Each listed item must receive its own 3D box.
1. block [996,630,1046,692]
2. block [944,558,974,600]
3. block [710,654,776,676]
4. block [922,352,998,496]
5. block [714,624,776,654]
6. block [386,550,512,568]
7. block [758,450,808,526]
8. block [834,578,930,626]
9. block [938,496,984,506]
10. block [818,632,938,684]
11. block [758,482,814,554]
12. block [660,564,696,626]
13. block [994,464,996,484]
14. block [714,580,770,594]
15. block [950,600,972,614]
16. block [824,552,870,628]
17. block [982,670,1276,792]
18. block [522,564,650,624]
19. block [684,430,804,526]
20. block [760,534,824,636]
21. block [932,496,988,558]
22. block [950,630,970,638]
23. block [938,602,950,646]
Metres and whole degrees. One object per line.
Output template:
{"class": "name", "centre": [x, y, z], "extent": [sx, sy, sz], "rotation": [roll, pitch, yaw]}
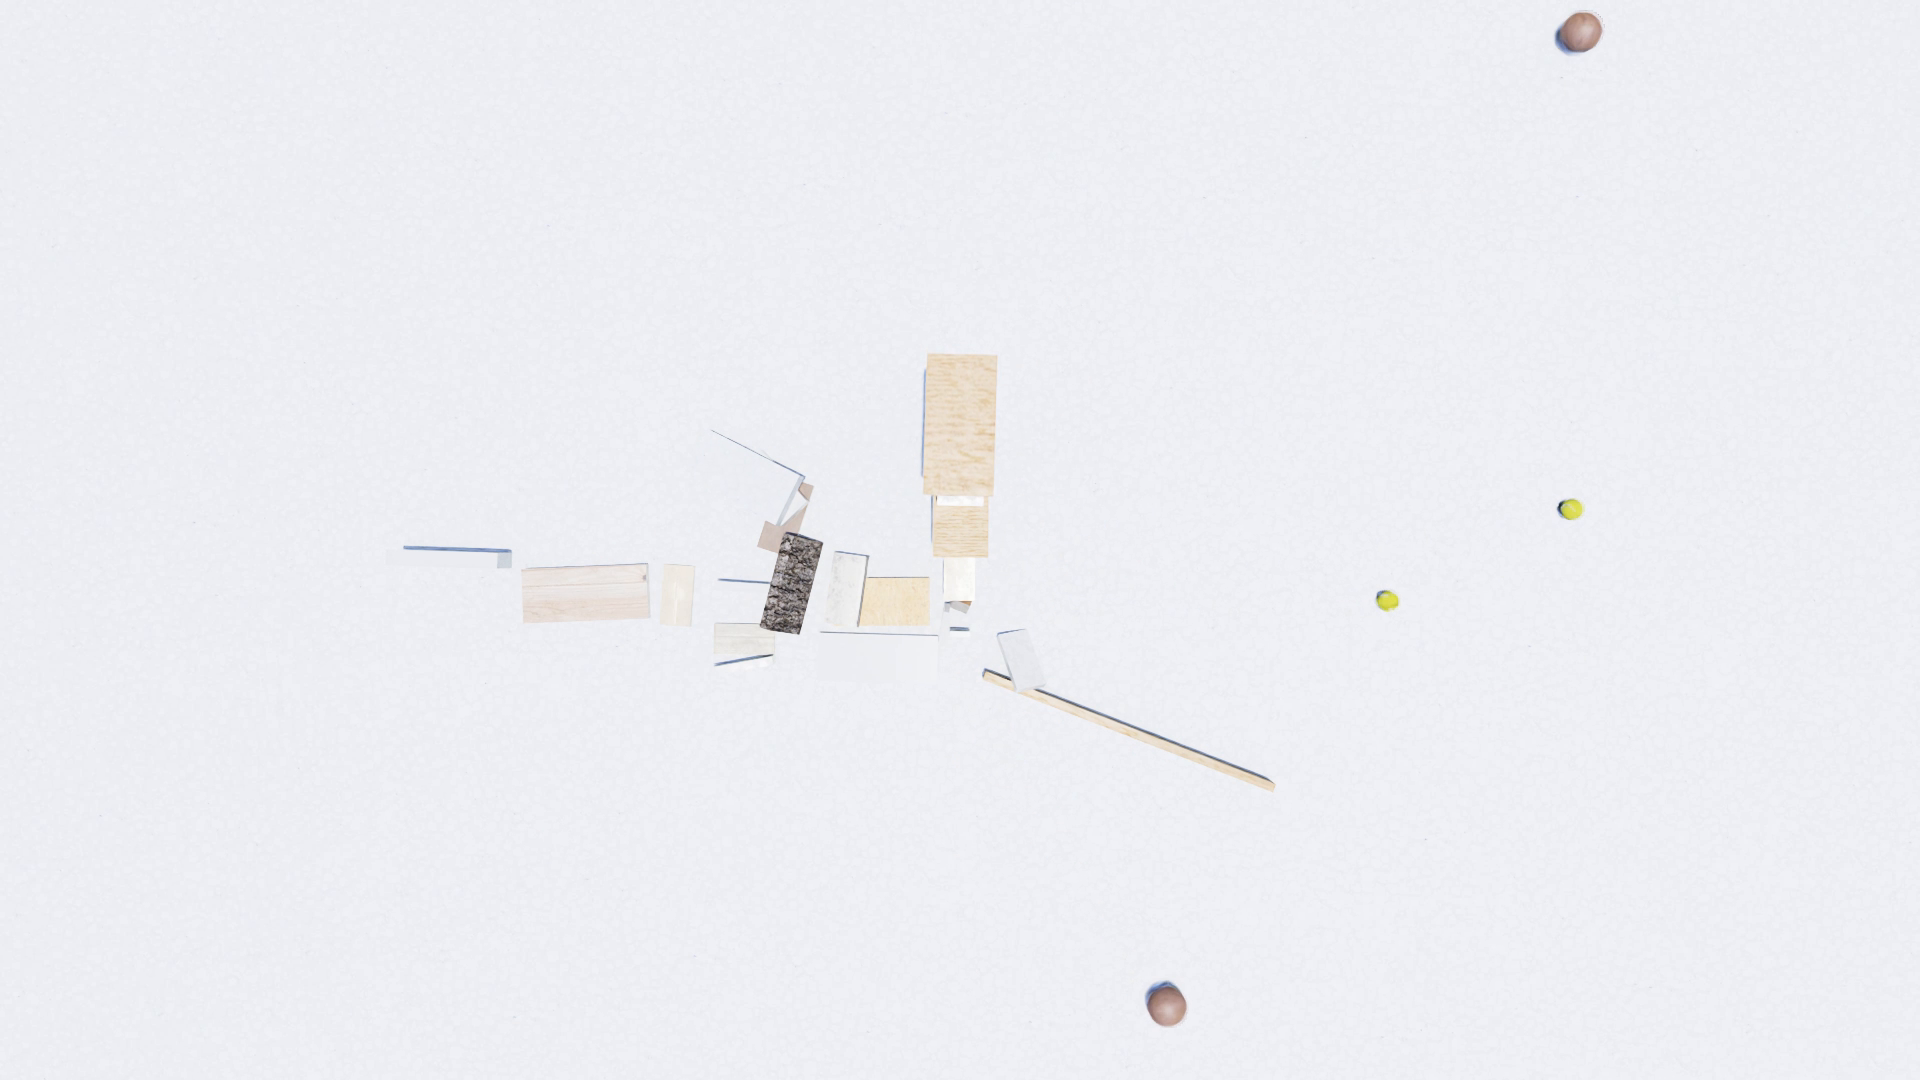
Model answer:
{"class": "block", "centre": [0.202, 0.398, 5.428], "extent": [0.102, 0.029, 0.203], "rotation": [-10, 63, -18]}
{"class": "block", "centre": [-0.003, 0.096, 5.290], "extent": [0.098, 0.028, 0.196], "rotation": [0, 90, 0]}
{"class": "block", "centre": [-0.715, 0.414, 5.449], "extent": [0.203, 0.102, 0.029], "rotation": [-10, 90, 0]}
{"class": "block", "centre": [0.001, -0.293, 4.219], "extent": [0.180, 0.051, 0.360], "rotation": [2, 90, 0]}
{"class": "block", "centre": [-0.717, 0.329, 5.486], "extent": [0.202, 0.029, 0.101], "rotation": [1, 90, 0]}
{"class": "block", "centre": [-1.673, 0.062, 5.410], "extent": [0.359, 0.180, 0.051], "rotation": [2, 90, 0]}
{"class": "block", "centre": [-0.619, -0.171, 5.452], "extent": [0.117, 0.033, 0.234], "rotation": [-44, 78, 6]}
{"class": "block", "centre": [-0.260, 0.205, 5.478], "extent": [0.317, 0.045, 0.158], "rotation": [0, 90, 0]}
{"class": "block", "centre": [0.004, -0.224, 4.623], "extent": [0.128, 0.036, 0.257], "rotation": [1, 90, 0]}
{"class": "block", "centre": [-0.272, 0.392, 5.478], "extent": [0.395, 0.045, 0.158], "rotation": [2, 90, 0]}
{"class": "block", "centre": [-0.579, -0.078, 5.483], "extent": [0.117, 0.033, 0.250], "rotation": [18, 90, 0]}
{"class": "block", "centre": [-0.939, 0.185, 5.486], "extent": [0.101, 0.029, 0.202], "rotation": [4, 90, 0]}
{"class": "block", "centre": [0.000, -0.170, 4.425], "extent": [0.180, 0.360, 0.051], "rotation": [1, 90, 0]}
{"class": "block", "centre": [-0.704, 0.155, 5.450], "extent": [0.202, 0.101, 0.029], "rotation": [4, 90, 0]}
{"class": "block", "centre": [0.001, 0.211, 5.436], "extent": [0.064, 0.128, 0.018], "rotation": [22, 74, 0]}
{"class": "block", "centre": [-0.374, 0.164, 5.439], "extent": [0.117, 0.033, 0.234], "rotation": [8, 90, 0]}
{"class": "block", "centre": [0.555, 0.629, 5.449], "extent": [1.019, 0.102, 0.029], "rotation": [21, 90, 0]}
{"class": "block", "centre": [-1.241, 0.178, 5.475], "extent": [0.413, 0.051, 0.180], "rotation": [-2, 90, 0]}
{"class": "block", "centre": [-0.713, -0.207, 5.432], "extent": [0.359, 0.051, 0.180], "rotation": [27, 92, 13]}
{"class": "block", "centre": [-0.553, 0.147, 5.422], "extent": [0.045, 0.158, 0.317], "rotation": [15, 90, 34]}
{"class": "block", "centre": [0.003, -0.114, 4.921], "extent": [0.166, 0.047, 0.331], "rotation": [0, 90, 0]}
{"class": "block", "centre": [0.000, 0.307, 5.436], "extent": [0.064, 0.128, 0.018], "rotation": [2, 90, 0]}
{"class": "block", "centre": [-0.053, 0.280, 5.444], "extent": [0.018, 0.064, 0.128], "rotation": [10, 115, -2]}
